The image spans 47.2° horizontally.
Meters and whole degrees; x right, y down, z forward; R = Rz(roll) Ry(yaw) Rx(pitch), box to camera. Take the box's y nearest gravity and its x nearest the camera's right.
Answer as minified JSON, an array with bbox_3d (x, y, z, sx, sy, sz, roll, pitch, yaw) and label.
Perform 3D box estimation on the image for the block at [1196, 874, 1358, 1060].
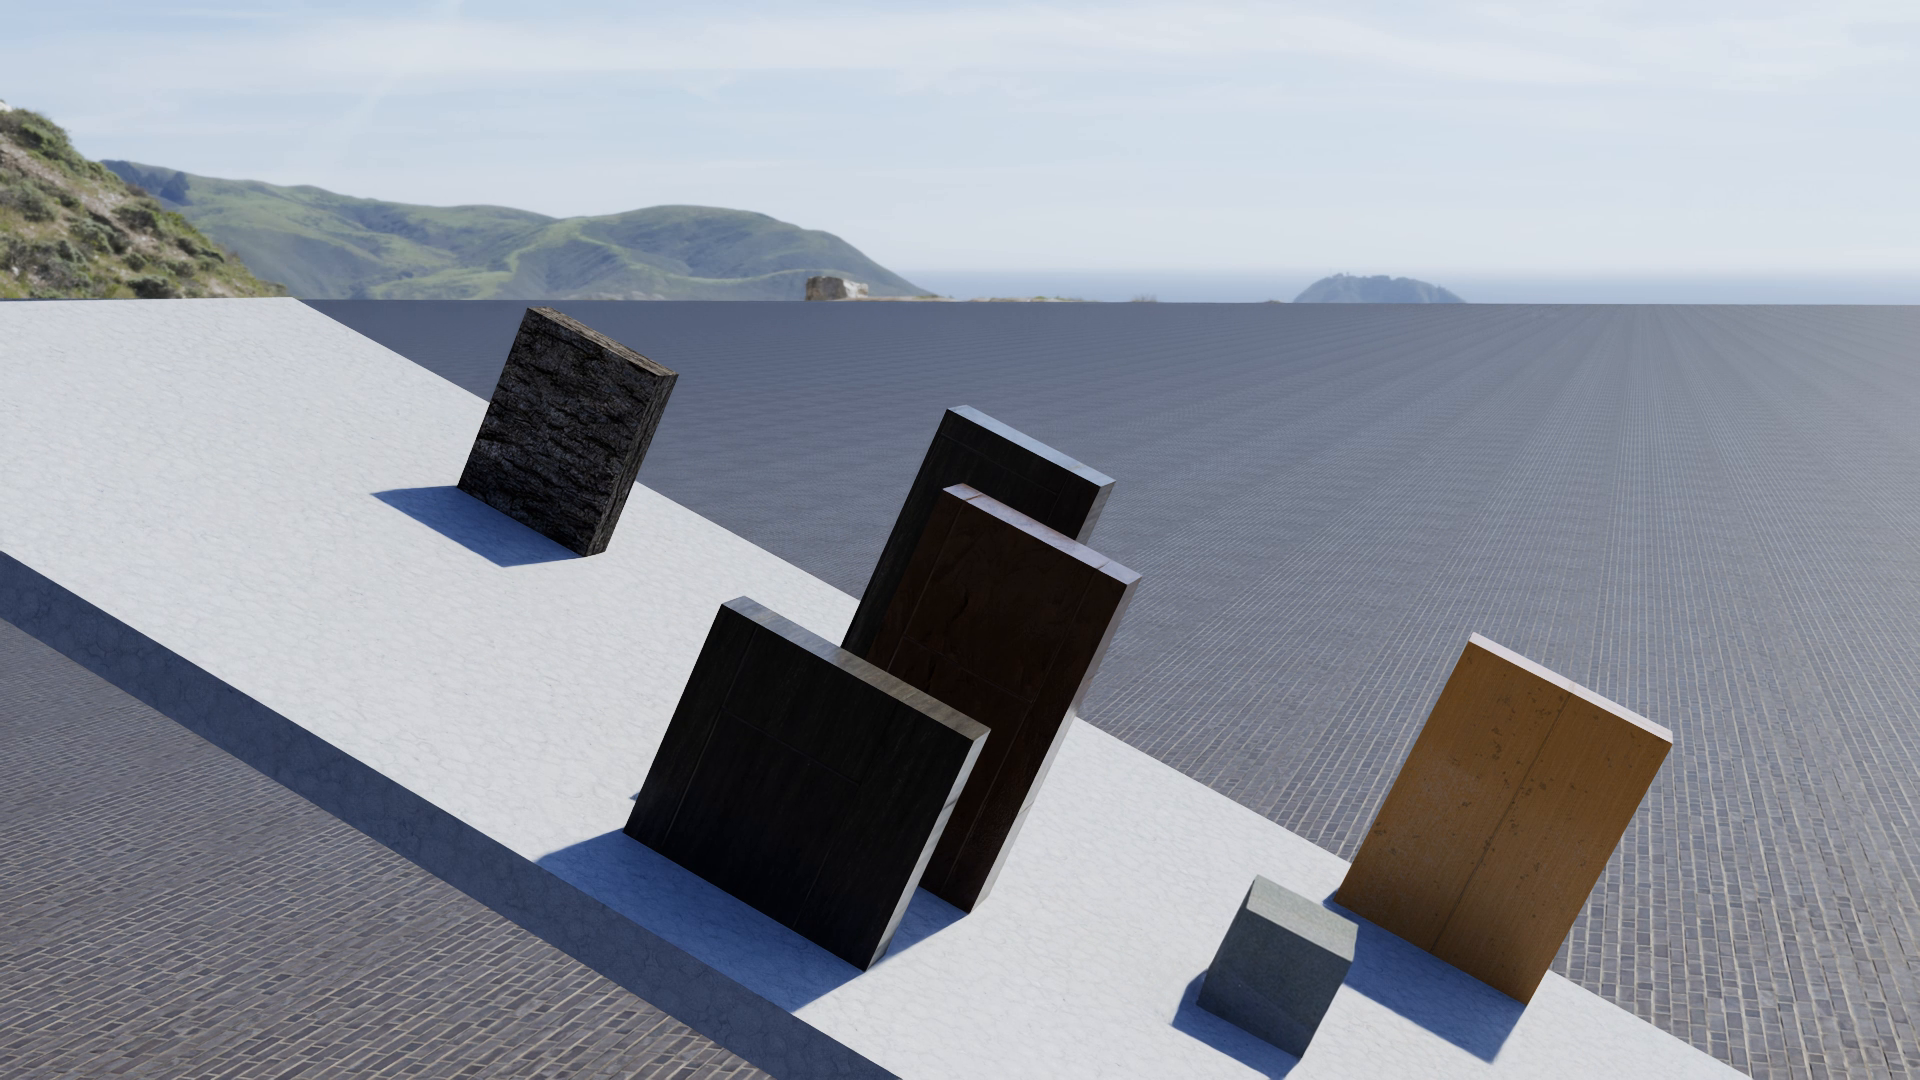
[{"bbox_3d":[0.557,0.743,3.846,0.199,0.199,0.199,26,14,8],"label":"block"}]

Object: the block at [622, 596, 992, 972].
[{"bbox_3d":[-0.241,0.374,3.404,0.445,0.410,0.091,28,14,12],"label":"block"}]

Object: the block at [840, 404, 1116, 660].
[{"bbox_3d":[-0.007,0.131,4.130,0.320,0.693,0.124,28,14,12],"label":"block"}]

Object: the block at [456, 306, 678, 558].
[{"bbox_3d":[-0.832,-0.230,4.652,0.329,0.423,0.099,28,14,12],"label":"block"}]

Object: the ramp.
[{"bbox_3d":[-0.264,0.451,4.170,4.000,0.100,2.000,28,14,12],"label":"ramp"}]

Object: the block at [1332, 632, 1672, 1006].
[{"bbox_3d":[1.118,0.574,4.552,0.443,0.624,0.124,28,14,12],"label":"block"}]

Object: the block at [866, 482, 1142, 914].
[{"bbox_3d":[0.010,0.269,3.755,0.350,0.636,0.116,28,14,12],"label":"block"}]
